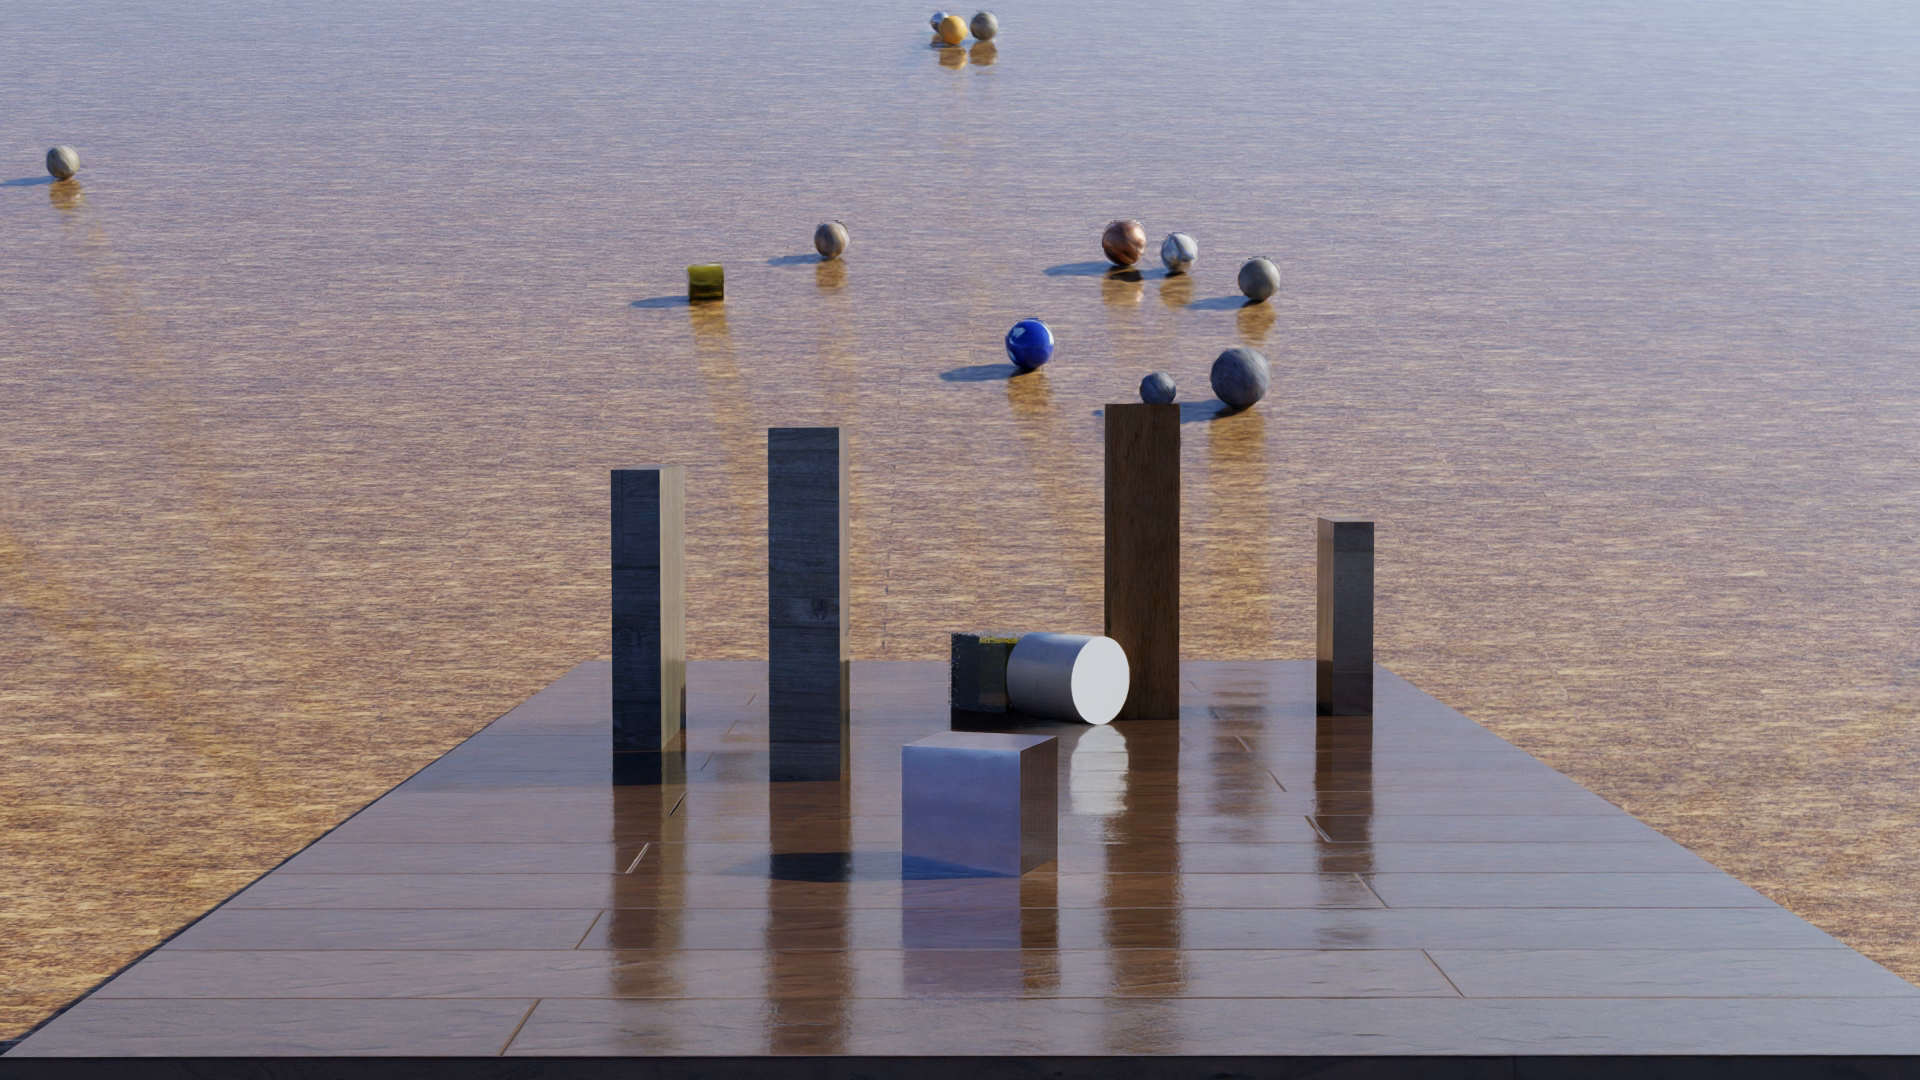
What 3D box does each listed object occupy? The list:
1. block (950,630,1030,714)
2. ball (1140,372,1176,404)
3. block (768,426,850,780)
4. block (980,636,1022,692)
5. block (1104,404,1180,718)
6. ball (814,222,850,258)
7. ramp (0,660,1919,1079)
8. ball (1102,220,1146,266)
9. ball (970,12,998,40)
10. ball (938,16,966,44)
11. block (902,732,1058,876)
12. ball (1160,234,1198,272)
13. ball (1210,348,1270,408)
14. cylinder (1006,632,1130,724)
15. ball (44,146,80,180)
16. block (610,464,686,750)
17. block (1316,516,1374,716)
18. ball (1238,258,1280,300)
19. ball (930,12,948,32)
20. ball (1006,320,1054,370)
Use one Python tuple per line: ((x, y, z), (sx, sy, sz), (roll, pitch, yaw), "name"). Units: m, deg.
((0.092, 0.279, 5.503), (0.158, 0.158, 0.158), (3, 4, 43), "block")
((0.665, -0.502, 8.641), (0.122, 0.122, 0.122), (0, 22, 0), "ball")
((-0.267, 0.100, 4.608), (0.122, 0.606, 0.412), (0, 3, 0), "block")
((0.104, 0.282, 5.874), (0.114, 0.114, 0.114), (0, 3, -1), "block")
((0.381, 0.039, 5.401), (0.141, 0.648, 0.240), (0, 3, 0), "block")
((-0.520, -1.214, 10.395), (0.142, 0.142, 0.142), (0, 22, 0), "ball")
((0.051, 0.457, 4.533), (2.000, 0.100, 4.000), (0, 3, 0), "ramp")
((0.656, -1.186, 10.277), (0.178, 0.178, 0.178), (0, 22, 0), "ball")
((0.137, -2.929, 14.657), (0.164, 0.164, 0.164), (0, 22, 0), "ball")
((-0.041, -2.883, 14.548), (0.160, 0.160, 0.160), (0, 22, 0), "ball")
((0.029, 0.368, 3.610), (0.172, 0.172, 0.172), (1, 3, 19), "block")
((0.869, -1.138, 10.192), (0.151, 0.151, 0.151), (0, 22, 0), "ball")
((0.943, -0.547, 8.645), (0.203, 0.203, 0.203), (0, 22, 0), "ball")
((0.221, 0.281, 5.256), (0.179, 0.179, 0.179), (3, 18, 44), "cylinder")
((-4.055, -1.706, 11.614), (0.150, 0.150, 0.150), (0, 22, 0), "ball")
((-0.605, 0.120, 5.018), (0.091, 0.525, 0.438), (0, 3, 0), "block")
((0.817, 0.158, 5.462), (0.084, 0.404, 0.243), (0, 3, 0), "block")
((1.142, -0.996, 9.825), (0.161, 0.161, 0.161), (0, 22, 0), "ball")
((-0.112, -3.003, 14.901), (0.119, 0.119, 0.119), (0, 22, 0), "ball")
((0.244, -0.687, 9.036), (0.173, 0.173, 0.173), (0, 22, 0), "ball")
